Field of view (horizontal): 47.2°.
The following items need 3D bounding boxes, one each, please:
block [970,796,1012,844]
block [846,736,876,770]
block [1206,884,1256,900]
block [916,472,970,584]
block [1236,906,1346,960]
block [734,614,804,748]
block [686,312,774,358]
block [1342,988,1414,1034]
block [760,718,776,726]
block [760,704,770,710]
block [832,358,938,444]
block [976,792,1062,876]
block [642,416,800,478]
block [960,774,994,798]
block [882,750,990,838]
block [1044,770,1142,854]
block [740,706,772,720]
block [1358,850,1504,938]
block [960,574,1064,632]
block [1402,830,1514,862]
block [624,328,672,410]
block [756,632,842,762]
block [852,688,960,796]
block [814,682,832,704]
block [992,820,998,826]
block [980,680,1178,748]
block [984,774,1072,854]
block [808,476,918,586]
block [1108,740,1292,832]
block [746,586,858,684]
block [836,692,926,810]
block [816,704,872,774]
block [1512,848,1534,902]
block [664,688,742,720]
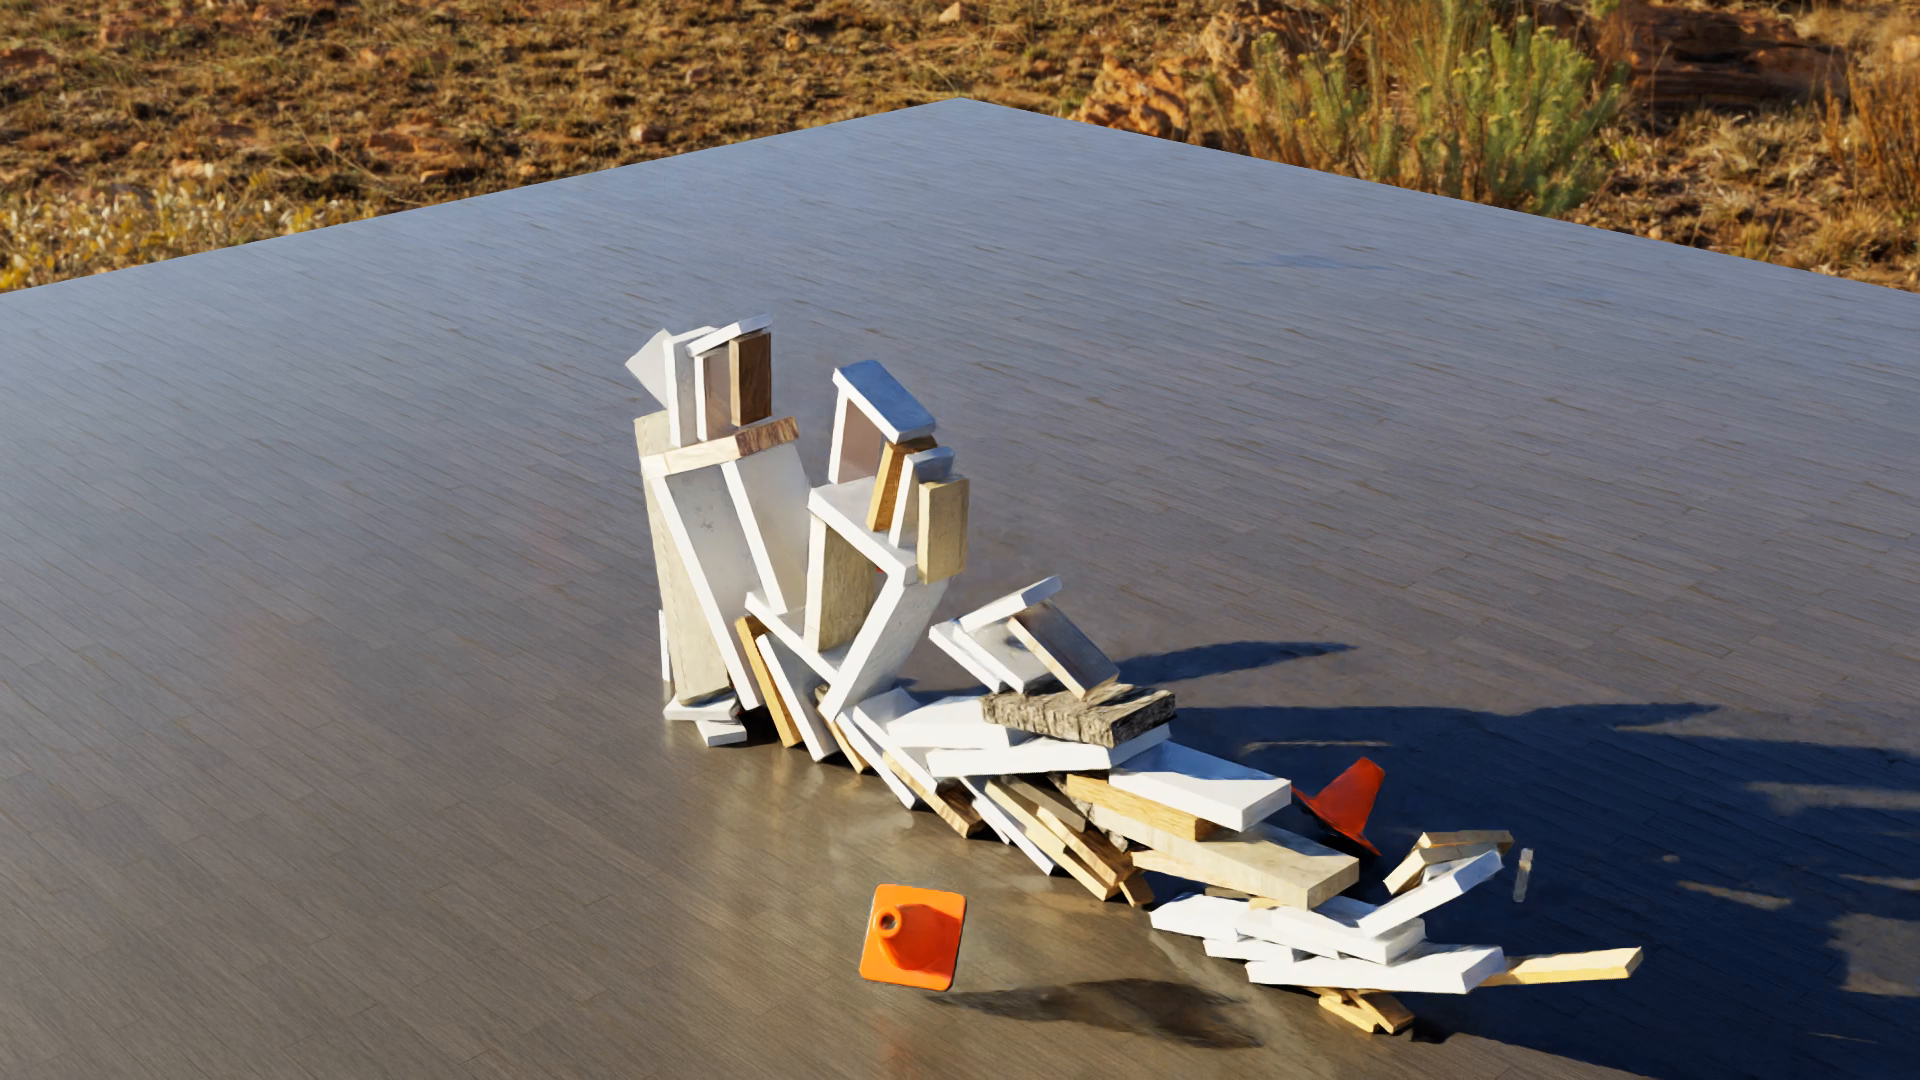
[{"bbox_3d":[0.078,0.550,4.379,0.057,0.016,0.114,-22,59,-42],"label":"block"},{"bbox_3d":[-0.151,0.449,4.594,0.084,0.024,0.168,-21,52,-40],"label":"block"},{"bbox_3d":[0.494,0.626,3.943,0.097,0.014,0.049,-3,12,43],"label":"block"},{"bbox_3d":[-0.033,-0.022,4.236,0.100,0.200,0.028,-19,33,-37],"label":"block"},{"bbox_3d":[0.601,0.680,3.874,0.203,0.029,0.102,9,23,38],"label":"block"},{"bbox_3d":[-0.366,0.286,4.746,0.145,0.290,0.041,-21,-2,-40],"label":"block"},{"bbox_3d":[-0.478,-0.423,4.552,0.183,0.026,0.091,-17,4,46],"label":"block"},{"bbox_3d":[0.722,0.798,3.793,0.058,0.016,0.115,-15,42,-38],"label":"block"},{"bbox_3d":[-0.381,0.392,4.806,0.113,0.016,0.057,15,27,42],"label":"block"},{"bbox_3d":[-0.397,0.355,4.811,0.113,0.016,0.057,13,24,40],"label":"block"},{"bbox_3d":[-0.146,-0.271,4.274,0.101,0.029,0.202,-20,55,-39],"label":"block"},{"bbox_3d":[0.142,0.557,4.308,0.105,0.030,0.211,-22,54,-41],"label":"block"},{"bbox_3d":[-0.512,-0.196,4.680,0.167,0.047,0.334,-23,9,-42],"label":"block"},{"bbox_3d":[0.057,0.499,4.378,0.057,0.016,0.114,-22,54,-41],"label":"block"},{"bbox_3d":[-0.027,0.489,4.455,0.126,0.036,0.251,-22,51,-41],"label":"block"},{"bbox_3d":[0.274,0.489,4.155,0.108,0.031,0.217,-21,55,-42],"label":"block"},{"bbox_3d":[-0.442,0.367,4.835,0.113,0.016,0.057,14,24,42],"label":"block"},{"bbox_3d":[0.779,0.588,3.645,0.118,0.034,0.237,-20,-14,-40],"label":"block"},{"bbox_3d":[0.097,0.120,4.168,0.101,0.029,0.202,-26,1,-37],"label":"block"},{"bbox_3d":[0.895,0.567,3.961,0.196,0.098,0.028,3,42,-29],"label":"block"},{"bbox_3d":[-0.612,-0.341,4.813,0.118,0.033,0.236,-43,73,-4],"label":"block"},{"bbox_3d":[-0.309,0.315,4.702,0.145,0.290,0.041,-21,-10,-40],"label":"block"},{"bbox_3d":[-0.089,0.408,4.477,0.126,0.036,0.251,-21,51,-41],"label":"block"},{"bbox_3d":[-0.221,0.357,4.636,0.168,0.024,0.084,41,42,25],"label":"block"},{"bbox_3d":[0.124,0.572,4.343,0.114,0.016,0.057,38,40,25],"label":"block"},{"bbox_3d":[0.218,0.312,4.112,0.171,0.049,0.343,-20,18,-40],"label":"block"},{"bbox_3d":[0.160,0.519,4.268,0.105,0.030,0.211,-22,48,-41],"label":"block"},{"bbox_3d":[-0.148,-0.025,4.374,0.153,0.043,0.305,-18,43,-38],"label":"block"},{"bbox_3d":[0.432,0.440,3.981,0.299,0.042,0.149,16,26,41],"label":"block"},{"bbox_3d":[-0.304,0.186,4.645,0.145,0.041,0.290,-22,51,-41],"label":"block"},{"bbox_3d":[-0.131,0.432,4.543,0.126,0.036,0.251,-22,61,-41],"label":"block"},{"bbox_3d":[-0.224,0.406,4.649,0.084,0.024,0.168,-21,68,-40],"label":"block"},{"bbox_3d":[0.934,0.556,3.648,0.019,0.067,0.133,11,4,16],"label":"block"},{"bbox_3d":[-0.554,0.357,4.804,0.171,0.024,0.085,-2,32,28],"label":"block"}]
